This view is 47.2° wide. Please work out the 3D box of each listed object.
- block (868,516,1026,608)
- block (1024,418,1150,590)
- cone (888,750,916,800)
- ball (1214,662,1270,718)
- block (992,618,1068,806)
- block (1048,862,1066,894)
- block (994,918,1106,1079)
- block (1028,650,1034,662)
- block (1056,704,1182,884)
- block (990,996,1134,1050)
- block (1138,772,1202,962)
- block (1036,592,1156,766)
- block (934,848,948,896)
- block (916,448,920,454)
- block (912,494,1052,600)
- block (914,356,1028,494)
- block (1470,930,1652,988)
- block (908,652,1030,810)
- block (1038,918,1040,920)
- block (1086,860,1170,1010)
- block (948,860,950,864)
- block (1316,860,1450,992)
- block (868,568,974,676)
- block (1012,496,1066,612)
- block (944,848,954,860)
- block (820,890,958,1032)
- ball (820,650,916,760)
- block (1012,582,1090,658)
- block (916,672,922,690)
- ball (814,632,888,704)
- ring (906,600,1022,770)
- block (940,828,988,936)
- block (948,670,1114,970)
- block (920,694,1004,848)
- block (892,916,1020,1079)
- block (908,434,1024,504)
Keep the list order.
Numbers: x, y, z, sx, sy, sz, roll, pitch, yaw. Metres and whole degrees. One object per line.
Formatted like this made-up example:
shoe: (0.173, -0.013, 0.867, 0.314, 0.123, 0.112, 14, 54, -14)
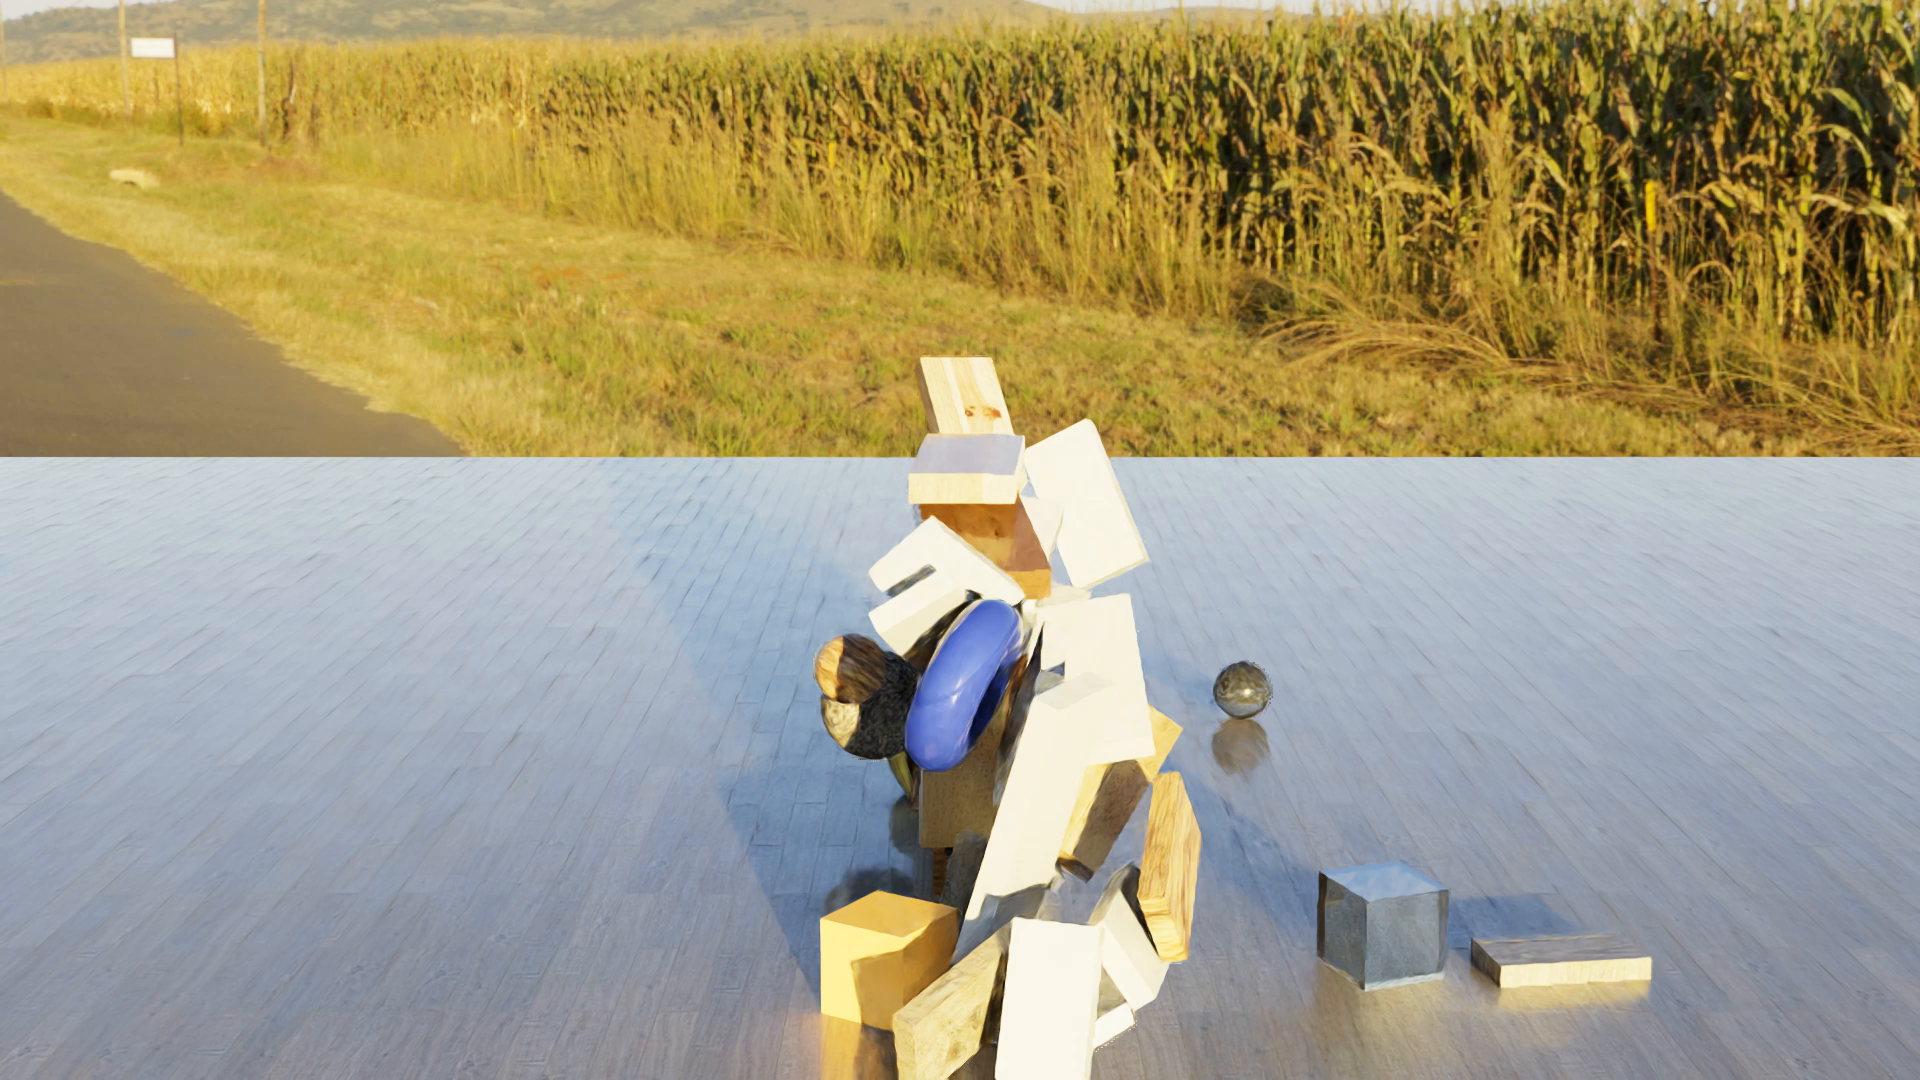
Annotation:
block: (-0.018, 0.067, 3.345, 0.259, 0.130, 0.037, 38, 14, -51)
block: (0.244, -0.068, 4.320, 0.152, 0.303, 0.043, -26, -16, 18)
cone: (-0.077, 0.467, 4.165, 0.137, 0.137, 0.137, 1, 37, 6)
ball: (0.610, 0.325, 4.758, 0.123, 0.123, 0.123, 0, 11, 0)
block: (0.104, 0.260, 3.264, 0.037, 0.259, 0.130, 15, 32, -4)
block: (0.101, 0.470, 3.296, 0.098, 0.028, 0.195, 34, 1, -4)
block: (0.117, 0.620, 2.877, 0.118, 0.236, 0.033, 3, -12, 18)
block: (0.068, 0.293, 4.274, 0.162, 0.323, 0.046, 26, 12, 6)
block: (0.207, 0.361, 3.361, 0.150, 0.042, 0.300, 35, 56, 2)
block: (0.115, 0.660, 3.031, 0.118, 0.033, 0.236, -22, 11, -38)
block: (0.296, 0.457, 3.095, 0.036, 0.126, 0.252, -10, 32, 18)
block: (0.204, 0.213, 3.358, 0.150, 0.042, 0.300, -9, 43, 4)
block: (0.002, 0.498, 3.656, 0.093, 0.185, 0.026, 0, 11, 0)
block: (0.015, -0.055, 3.897, 0.177, 0.050, 0.411, 1, 26, -2)
block: (0.031, 0.000, 3.659, 0.177, 0.050, 0.355, -2, 25, -9)
block: (0.019, -0.225, 4.284, 0.152, 0.303, 0.043, -2, -33, -21)
block: (0.910, 0.635, 3.337, 0.236, 0.033, 0.118, -2, 11, -8)
block: (0.016, 0.348, 4.017, 0.162, 0.323, 0.046, 12, 11, 4)
block: (0.097, 0.597, 3.378, 0.028, 0.098, 0.195, -48, 29, -15)
block: (0.241, 0.547, 3.056, 0.036, 0.126, 0.252, -34, 1, 17)
block: (0.006, 0.559, 3.547, 0.052, 0.104, 0.015, 1, 12, 2)
block: (0.638, 0.582, 3.329, 0.140, 0.140, 0.140, -4, 11, -21)
block: (-0.038, 0.127, 3.280, 0.130, 0.037, 0.259, -31, -23, 3)
block: (0.098, 0.017, 4.184, 0.152, 0.043, 0.303, 11, 36, 7)
block: (0.000, 0.494, 3.572, 0.052, 0.015, 0.103, 0, 12, -7)
block: (-0.101, 0.608, 3.181, 0.143, 0.143, 0.143, 7, 12, 32)
ball: (-0.156, 0.304, 4.067, 0.203, 0.203, 0.203, 0, 11, 0)
block: (0.108, 0.135, 4.124, 0.162, 0.046, 0.323, 16, 18, 22)
block: (-0.008, 0.240, 3.672, 0.130, 0.260, 0.037, 0, 5, 2)
ball: (-0.185, 0.217, 3.724, 0.123, 0.123, 0.123, 0, 11, 0)
ring: (0.006, 0.211, 3.212, 0.091, 0.273, 0.273, 26, 16, 10)
block: (0.023, 0.540, 3.341, 0.098, 0.195, 0.028, 30, 37, 24)
block: (0.089, 0.436, 3.090, 0.042, 0.523, 0.150, 27, 25, 25)
block: (0.003, 0.314, 3.524, 0.130, 0.354, 0.037, 0, 7, -7)
block: (0.013, 0.623, 2.941, 0.036, 0.126, 0.252, 20, 38, 37)
block: (0.015, -0.126, 3.828, 0.177, 0.050, 0.355, 1, 14, 4)
